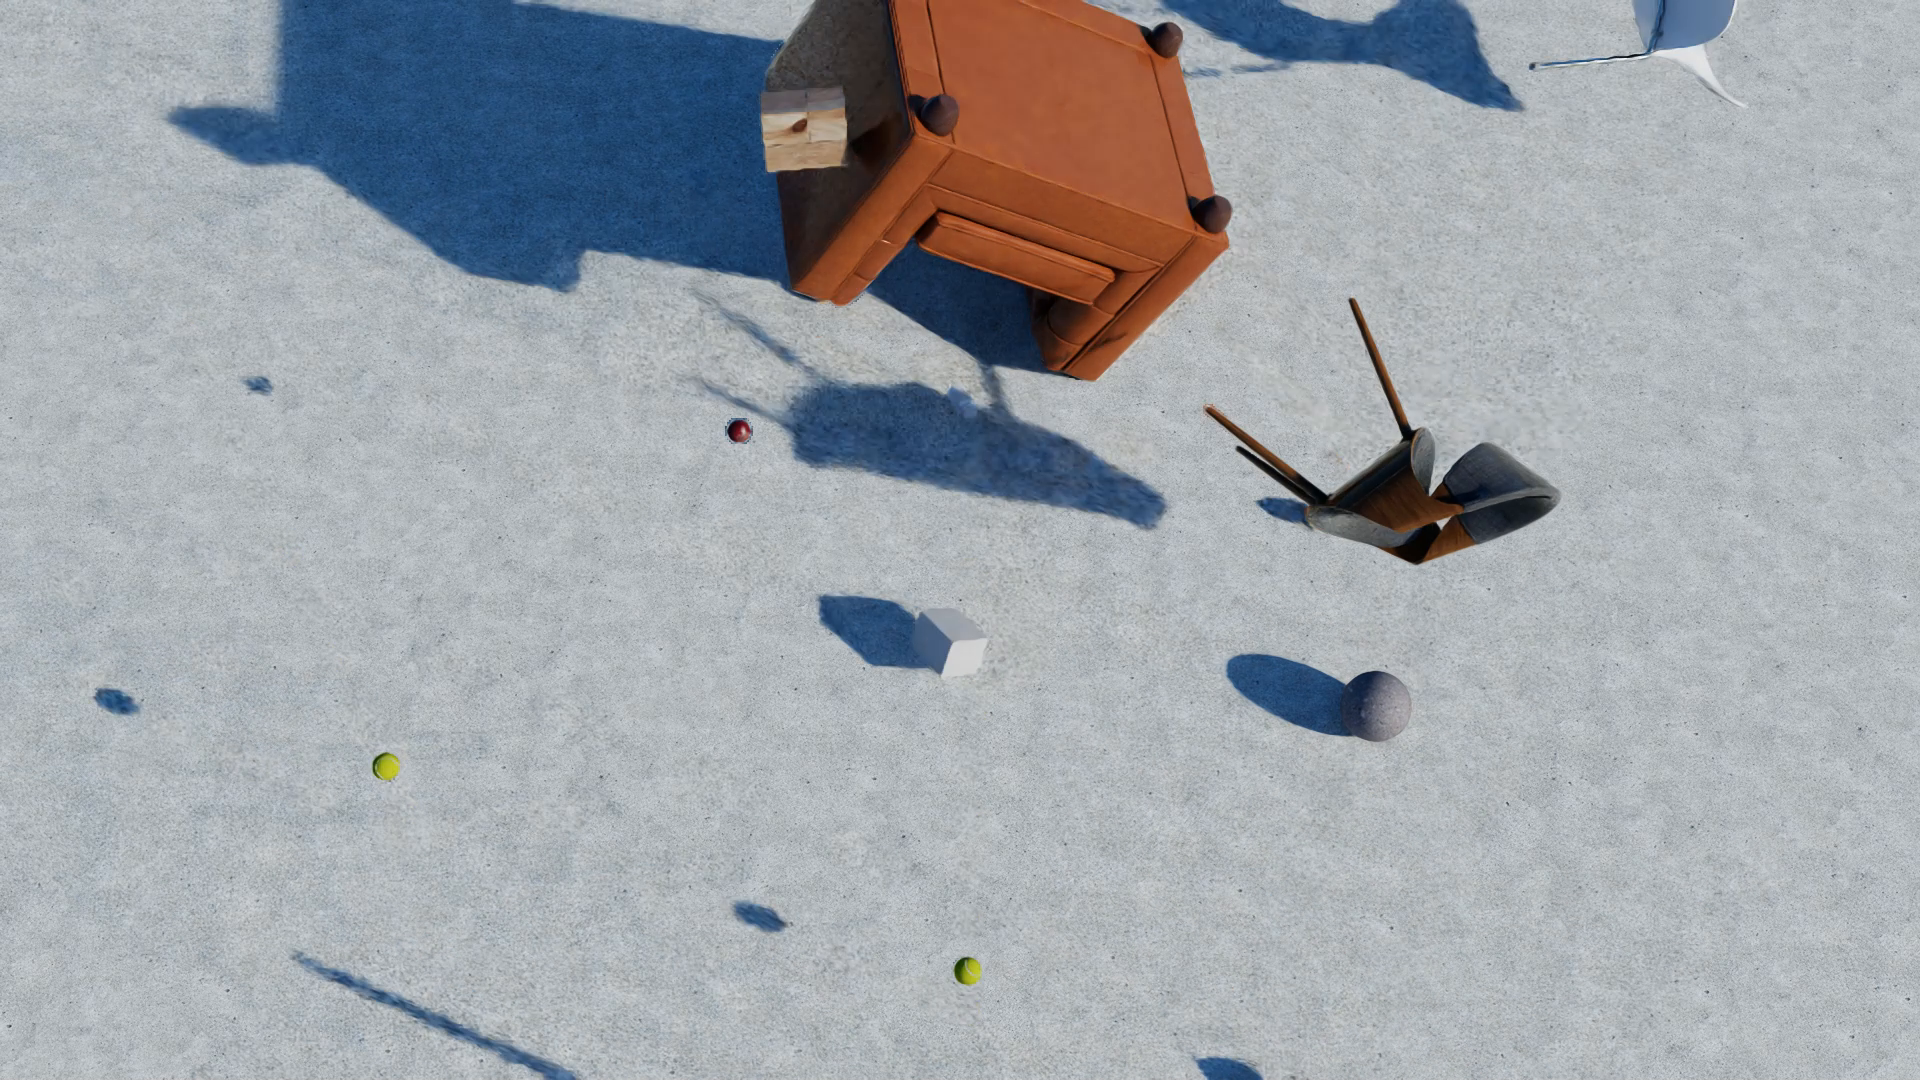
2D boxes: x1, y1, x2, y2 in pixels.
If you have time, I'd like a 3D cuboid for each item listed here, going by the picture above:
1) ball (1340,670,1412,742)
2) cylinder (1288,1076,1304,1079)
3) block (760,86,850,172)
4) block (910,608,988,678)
[{"bbox_3d":[1.162,0.464,6.143,0.198,0.198,0.198,0,56,0],"label":"ball"},{"bbox_3d":[0.849,1.420,5.548,0.083,0.087,0.101,4,31,-43],"label":"cylinder"},{"bbox_3d":[-0.427,-1.134,6.069,0.229,0.182,0.114,-5,43,-2],"label":"block"},{"bbox_3d":[-0.033,0.290,6.255,0.129,0.120,0.165,-3,33,-39],"label":"block"}]
